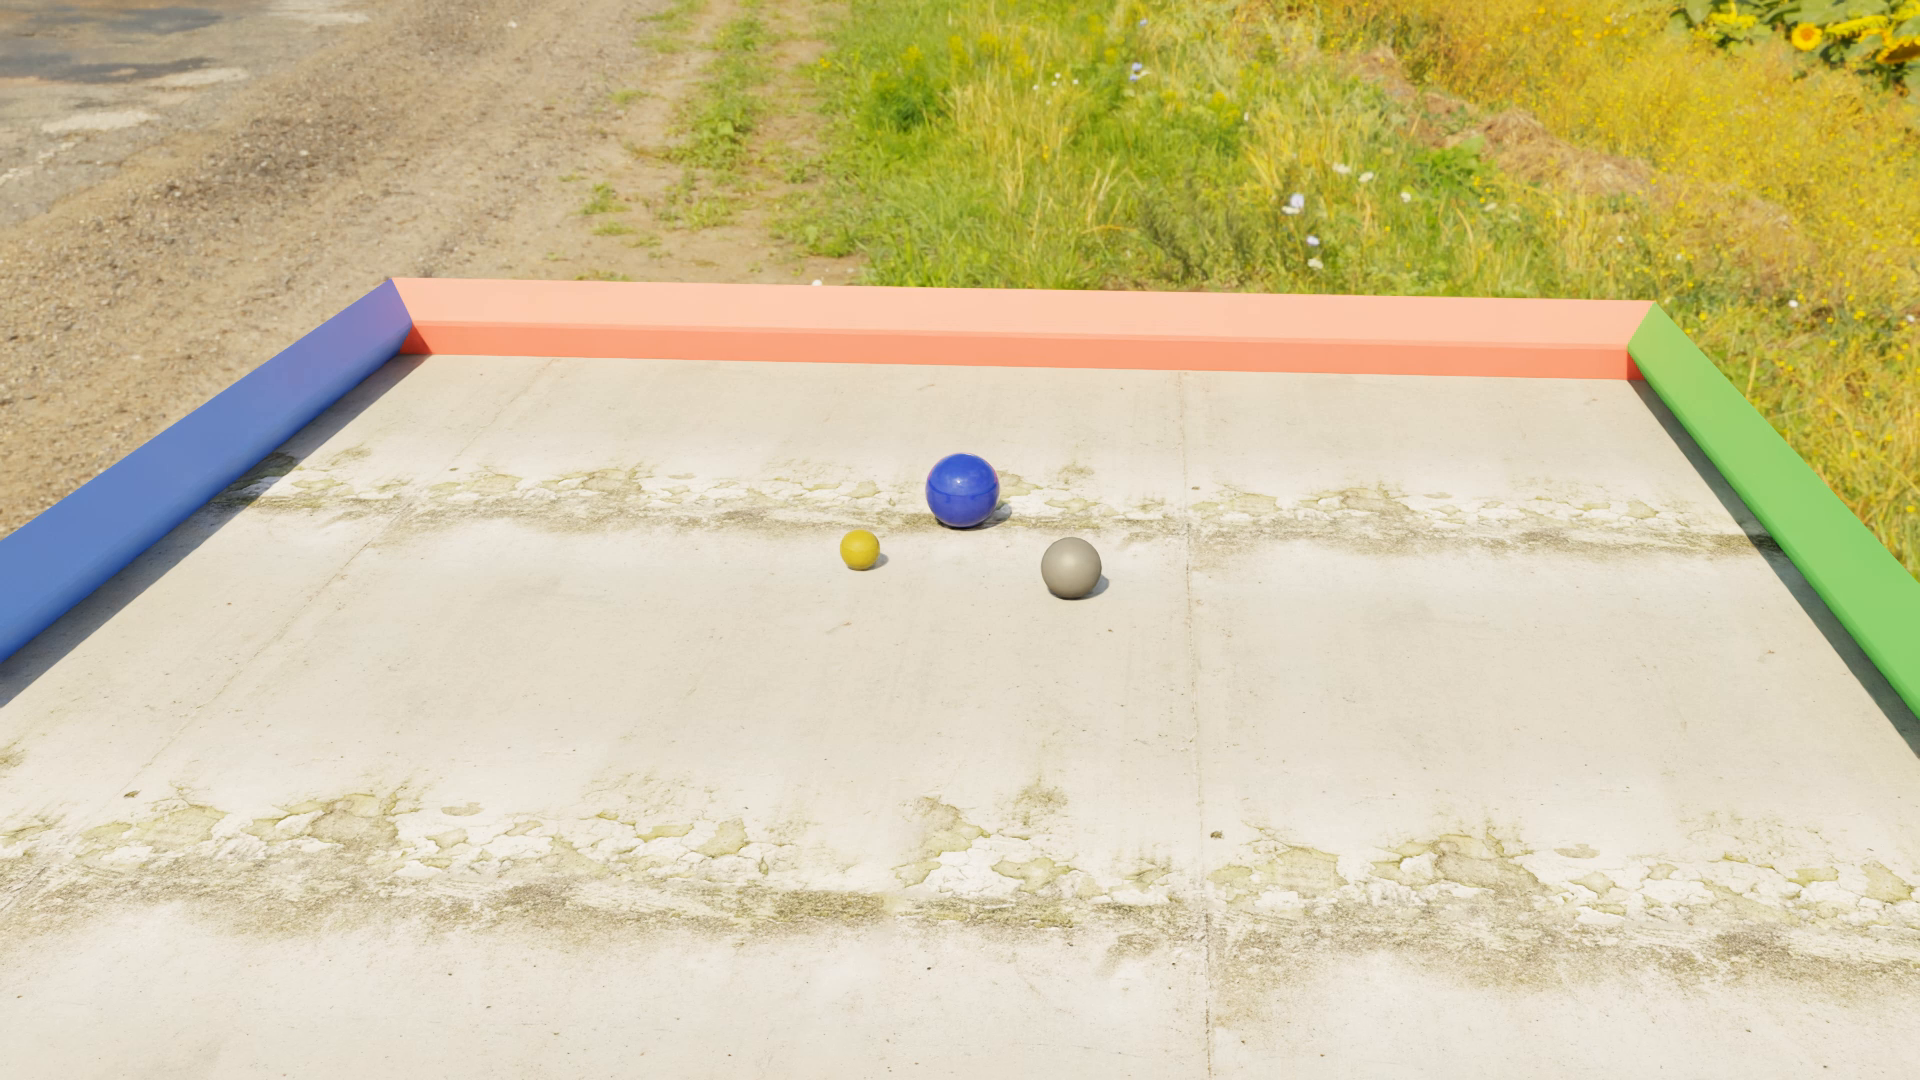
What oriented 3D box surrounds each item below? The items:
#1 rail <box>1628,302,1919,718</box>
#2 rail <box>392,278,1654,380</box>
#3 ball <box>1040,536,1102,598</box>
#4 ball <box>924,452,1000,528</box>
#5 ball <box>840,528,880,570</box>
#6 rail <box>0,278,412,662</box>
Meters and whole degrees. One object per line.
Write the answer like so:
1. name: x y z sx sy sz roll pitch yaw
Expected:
1. rail: 0.890 0.310 1.638 0.045 0.123 3.735 2 19 4
2. rail: 0.075 -0.327 3.447 1.987 0.123 0.045 2 19 4
3. ball: 0.127 0.031 2.513 0.070 0.070 0.070 0 19 0
4. ball: 0.003 -0.062 2.742 0.095 0.095 0.095 0 19 0
5. ball: -0.118 0.011 2.604 0.049 0.049 0.049 0 19 0
6. rail: -1.043 0.257 1.789 0.045 0.123 3.735 2 19 4
